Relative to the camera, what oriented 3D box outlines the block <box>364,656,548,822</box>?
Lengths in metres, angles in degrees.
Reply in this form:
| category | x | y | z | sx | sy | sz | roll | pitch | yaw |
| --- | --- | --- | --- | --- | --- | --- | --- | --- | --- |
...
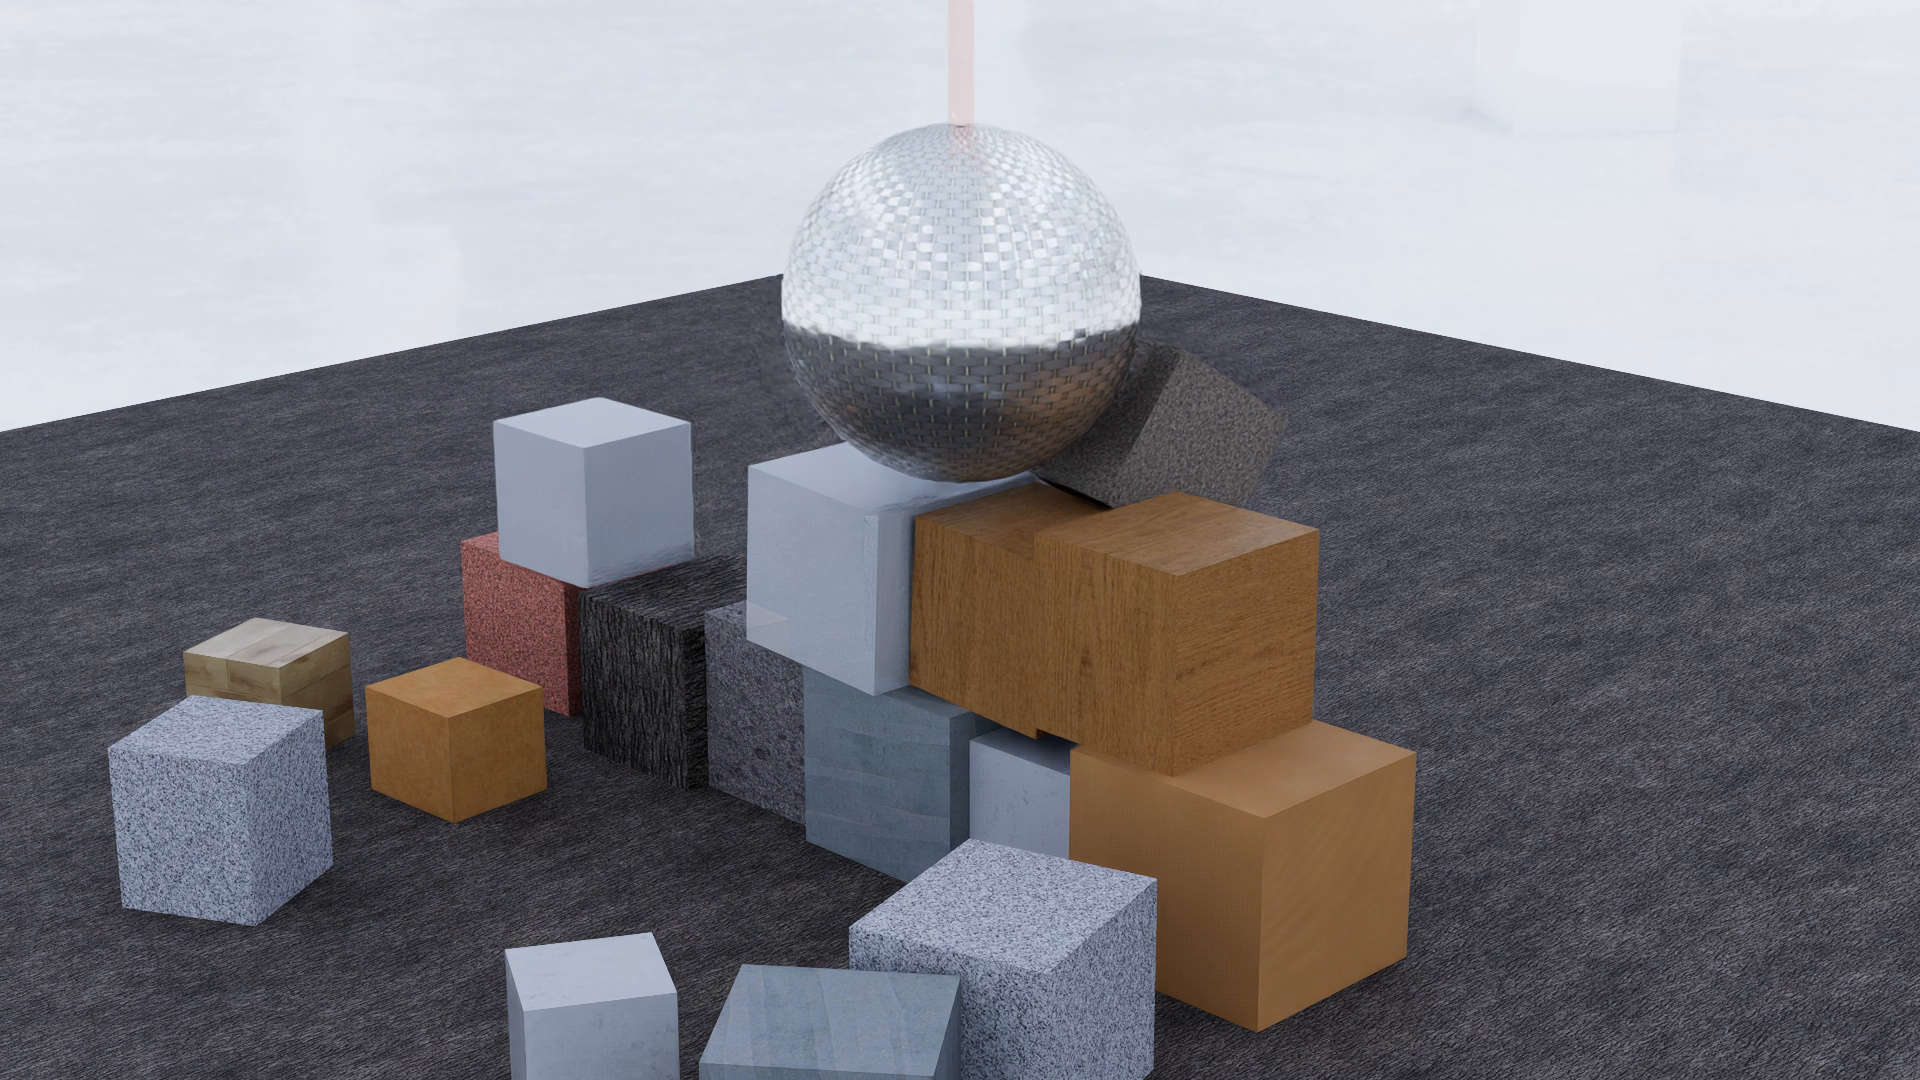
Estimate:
| category | x | y | z | sx | sy | sz | roll | pitch | yaw |
| --- | --- | --- | --- | --- | --- | --- | --- | --- | --- |
| block | -2.466 | 0.970 | 14.361 | 0.643 | 0.538 | 0.579 | 15 | 23 | 40 |

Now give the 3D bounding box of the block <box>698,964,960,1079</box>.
| category | x | y | z | sx | sy | sz | roll | pitch | yaw |
| --- | --- | --- | --- | --- | --- | --- | --- | --- | --- |
| block | -0.448 | 2.059 | 10.532 | 0.814 | 0.757 | 0.782 | 2 | 18 | 7 |

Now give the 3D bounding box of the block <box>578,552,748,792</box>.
| category | x | y | z | sx | sy | sz | roll | pitch | yaw |
| --- | --- | --- | --- | --- | --- | --- | --- | --- | --- |
| block | -1.289 | 0.649 | 14.885 | 0.820 | 0.837 | 0.958 | 17 | 24 | 42 |

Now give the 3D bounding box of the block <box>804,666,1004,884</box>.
| category | x | y | z | sx | sy | sz | roll | pitch | yaw |
| --- | --- | --- | --- | --- | --- | --- | --- | --- | --- |
| block | -0.045 | 1.000 | 13.700 | 0.962 | 0.877 | 0.963 | -17 | 24 | -42 |

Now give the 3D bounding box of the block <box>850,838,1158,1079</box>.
| category | x | y | z | sx | sy | sz | roll | pitch | yaw |
| --- | --- | --- | --- | --- | --- | --- | --- | --- | --- |
| block | 0.176 | 1.777 | 11.314 | 0.829 | 0.825 | 0.955 | 9 | 20 | 27 |

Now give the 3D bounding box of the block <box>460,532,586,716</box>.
| category | x | y | z | sx | sy | sz | roll | pitch | yaw |
| --- | --- | --- | --- | --- | --- | --- | --- | --- | --- |
| block | -2.096 | 0.382 | 15.827 | 0.862 | 0.780 | 0.784 | 16 | 23 | 41 |

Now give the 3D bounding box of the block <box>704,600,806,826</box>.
| category | x | y | z | sx | sy | sz | roll | pitch | yaw |
| --- | --- | --- | --- | --- | --- | --- | --- | --- | --- |
| block | -0.689 | 0.794 | 14.311 | 0.724 | 0.904 | 0.834 | -17 | 24 | -42 |

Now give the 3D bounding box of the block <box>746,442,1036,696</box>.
| category | x | y | z | sx | sy | sz | roll | pitch | yaw |
| --- | --- | --- | --- | --- | --- | --- | --- | --- | --- |
| block | -0.329 | 0.081 | 13.663 | 0.971 | 0.856 | 0.900 | -16 | 26 | -41 |

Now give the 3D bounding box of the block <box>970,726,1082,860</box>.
| category | x | y | z | sx | sy | sz | roll | pitch | yaw |
| --- | --- | --- | --- | --- | --- | --- | --- | --- | --- |
| block | 0.569 | 1.240 | 13.155 | 0.762 | 0.746 | 0.727 | -17 | 24 | -42 |

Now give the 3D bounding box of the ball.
| category | x | y | z | sx | sy | sz | roll | pitch | yaw |
| --- | --- | --- | --- | --- | --- | --- | --- | --- | --- |
| ball | 0.004 | -1.051 | 13.016 | 1.600 | 1.600 | 1.600 | 0 | 17 | 0 |

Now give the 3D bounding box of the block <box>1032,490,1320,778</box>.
| category | x | y | z | sx | sy | sz | roll | pitch | yaw |
| --- | --- | --- | --- | --- | --- | --- | --- | --- | --- |
| block | 0.919 | 0.380 | 12.528 | 0.904 | 0.874 | 0.807 | -16 | 24 | -42 |

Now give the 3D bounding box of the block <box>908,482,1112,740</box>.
| category | x | y | z | sx | sy | sz | roll | pitch | yaw |
| --- | --- | --- | --- | --- | --- | --- | --- | --- | --- |
| block | 0.340 | 0.299 | 13.125 | 0.765 | 0.807 | 0.801 | -16 | 27 | -42 |

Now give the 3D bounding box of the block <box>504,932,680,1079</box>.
| category | x | y | z | sx | sy | sz | roll | pitch | yaw |
| --- | --- | --- | --- | --- | --- | --- | --- | --- | --- |
| block | -1.395 | 1.928 | 11.141 | 0.568 | 0.641 | 0.542 | -5 | 18 | -15 |

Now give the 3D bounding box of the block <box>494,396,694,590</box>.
| category | x | y | z | sx | sy | sz | roll | pitch | yaw |
| --- | --- | --- | --- | --- | --- | --- | --- | --- | --- |
| block | -1.908 | -0.256 | 15.304 | 0.749 | 0.750 | 0.704 | 16 | 24 | 42 |

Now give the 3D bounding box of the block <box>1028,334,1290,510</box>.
| category | x | y | z | sx | sy | sz | roll | pitch | yaw |
| --- | --- | --- | --- | --- | --- | --- | --- | --- | --- |
| block | 0.916 | -0.441 | 13.623 | 0.746 | 0.778 | 0.629 | 30 | -3 | -36 |

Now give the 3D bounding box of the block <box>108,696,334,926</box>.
| category | x | y | z | sx | sy | sz | roll | pitch | yaw |
| --- | --- | --- | --- | --- | --- | --- | --- | --- | --- |
| block | -3.322 | 1.209 | 13.224 | 0.674 | 0.764 | 0.696 | 5 | 18 | 16 |

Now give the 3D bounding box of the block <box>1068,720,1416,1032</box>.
| category | x | y | z | sx | sy | sz | roll | pitch | yaw |
| --- | --- | --- | --- | --- | --- | --- | --- | --- | --- |
| block | 1.194 | 1.340 | 12.506 | 1.006 | 0.945 | 1.055 | -17 | 24 | -42 |

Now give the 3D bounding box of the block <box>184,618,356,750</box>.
| category | x | y | z | sx | sy | sz | roll | pitch | yaw |
| --- | --- | --- | --- | --- | --- | --- | --- | --- | --- |
| block | -3.511 | 0.782 | 14.929 | 0.586 | 0.556 | 0.582 | 8 | 19 | 23 |

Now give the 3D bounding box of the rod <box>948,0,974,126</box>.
| category | x | y | z | sx | sy | sz | roll | pitch | yaw |
| --- | --- | --- | --- | --- | --- | --- | --- | --- | --- |
| rod | 0.002 | -4.293 | 11.994 | 0.080 | 5.200 | 0.080 | 17 | 24 | 42 |
